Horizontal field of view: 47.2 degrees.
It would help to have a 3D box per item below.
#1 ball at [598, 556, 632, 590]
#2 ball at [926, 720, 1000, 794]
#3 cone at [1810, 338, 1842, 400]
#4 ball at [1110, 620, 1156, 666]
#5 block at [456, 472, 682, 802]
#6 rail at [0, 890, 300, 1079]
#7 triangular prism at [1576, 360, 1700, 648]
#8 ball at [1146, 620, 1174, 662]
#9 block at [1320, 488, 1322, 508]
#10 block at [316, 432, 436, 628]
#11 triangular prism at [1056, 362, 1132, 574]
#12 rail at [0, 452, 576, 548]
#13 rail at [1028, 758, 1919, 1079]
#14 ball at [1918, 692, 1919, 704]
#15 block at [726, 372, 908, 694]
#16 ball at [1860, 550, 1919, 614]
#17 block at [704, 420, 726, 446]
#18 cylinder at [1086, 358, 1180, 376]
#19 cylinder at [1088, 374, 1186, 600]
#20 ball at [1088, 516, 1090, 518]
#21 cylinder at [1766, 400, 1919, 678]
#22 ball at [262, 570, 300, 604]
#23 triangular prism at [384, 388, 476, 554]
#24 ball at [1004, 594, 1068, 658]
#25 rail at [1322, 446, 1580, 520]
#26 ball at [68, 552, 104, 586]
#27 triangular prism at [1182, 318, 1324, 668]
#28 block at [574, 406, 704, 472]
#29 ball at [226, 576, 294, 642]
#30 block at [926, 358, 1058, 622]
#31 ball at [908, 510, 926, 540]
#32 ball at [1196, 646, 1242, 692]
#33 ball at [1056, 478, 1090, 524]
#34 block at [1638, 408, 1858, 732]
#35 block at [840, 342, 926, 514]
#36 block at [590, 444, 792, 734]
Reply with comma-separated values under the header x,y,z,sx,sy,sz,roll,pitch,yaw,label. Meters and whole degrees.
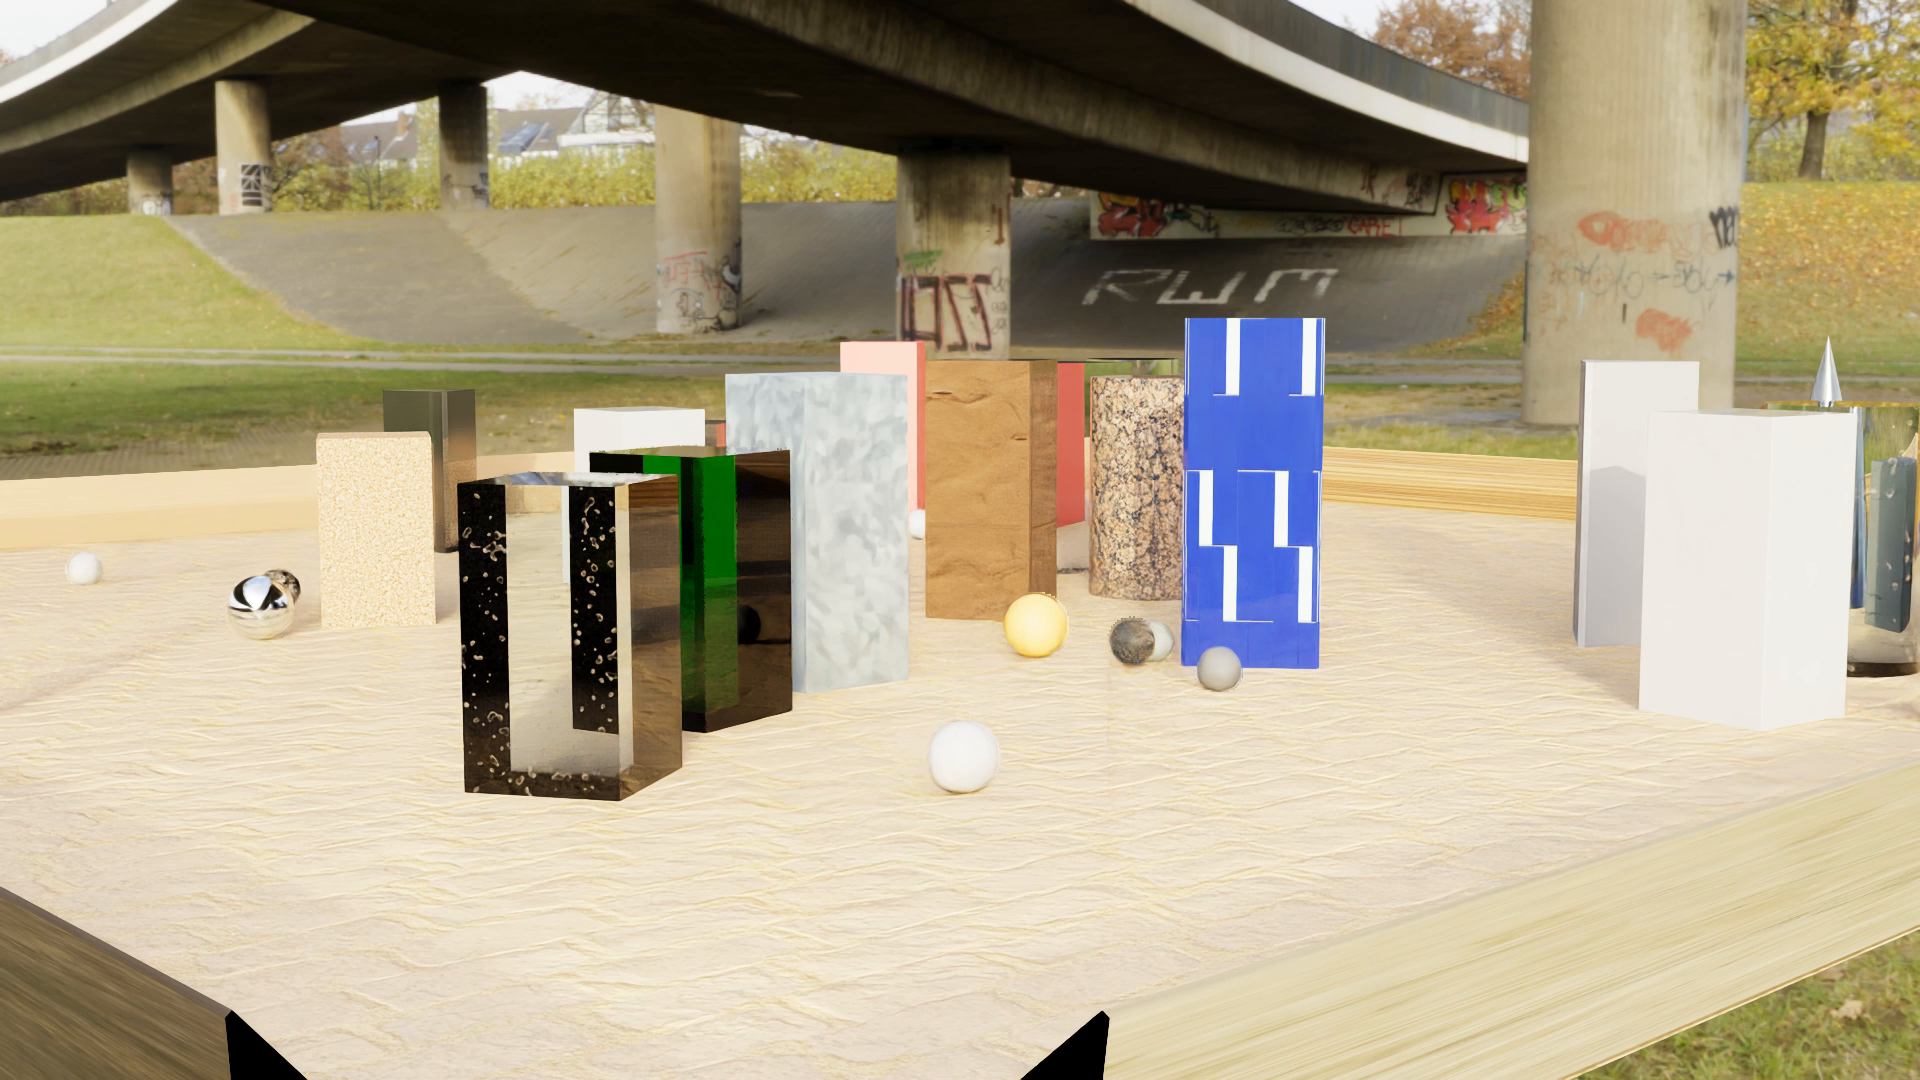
x,y,z,sx,sy,sz,roll,pitch,yaw,label
-0.547,0.052,3.493,0.055,0.055,0.055,0,6,0,ball
0.003,0.200,2.029,0.067,0.067,0.067,0,6,0,ball
1.340,-0.115,3.414,0.193,0.404,0.193,0,6,0,cone
0.214,0.127,2.734,0.057,0.057,0.057,0,6,0,ball
-0.364,0.085,2.072,0.154,0.286,0.154,2,6,14,block
-1.329,0.161,2.113,0.045,0.125,3.530,-6,8,-42,rail
0.879,-0.055,2.978,0.167,0.375,0.145,-2,6,-17,triangular prism
0.244,0.128,2.779,0.053,0.053,0.053,0,6,0,ball
0.569,-0.113,4.035,0.154,0.269,0.154,3,6,23,block
-0.837,-0.018,3.153,0.154,0.265,0.154,-2,6,-15,block
0.184,-0.129,3.781,0.167,0.354,0.145,-4,7,-32,triangular prism
-1.181,-0.101,4.605,3.663,0.125,0.045,-6,8,-42,rail
1.181,0.166,2.059,3.663,0.125,0.045,-6,8,-42,rail
1.067,0.172,2.389,0.047,0.047,0.047,0,6,0,ball
-0.171,-0.015,2.637,0.154,0.367,0.154,-5,8,-41,block
1.372,0.061,3.229,0.092,0.092,0.092,0,6,0,ball
-0.488,-0.093,3.977,0.154,0.242,0.154,1,6,12,block
0.360,-0.207,4.595,0.193,0.341,0.193,0,6,0,cylinder
0.299,-0.086,3.444,0.193,0.339,0.193,0,6,0,cylinder
0.278,-0.071,4.705,0.046,0.046,0.046,0,6,0,ball
1.101,-0.006,2.742,0.193,0.328,0.193,0,6,0,cylinder
-1.005,0.074,3.242,0.063,0.063,0.063,0,6,0,ball
-0.961,-0.133,4.111,0.167,0.294,0.145,4,7,35,triangular prism
0.097,0.110,2.818,0.081,0.081,0.081,0,6,0,ball
1.329,-0.095,4.551,0.045,0.125,3.530,-6,8,-42,rail
-1.411,0.047,3.548,0.053,0.053,0.053,0,6,0,ball
0.370,-0.064,2.788,0.167,0.433,0.145,1,6,7,triangular prism
-0.526,-0.075,3.619,0.154,0.281,0.154,-5,8,-39,block
-0.942,0.092,2.959,0.088,0.088,0.088,0,6,0,ball
0.047,-0.077,3.208,0.154,0.371,0.154,2,6,17,block
-0.079,-0.030,4.256,0.059,0.059,0.059,0,6,0,ball
0.302,0.150,2.567,0.053,0.053,0.053,0,6,0,ball
0.228,-0.079,4.546,0.096,0.096,0.096,0,6,0,ball
0.864,0.026,2.415,0.154,0.332,0.154,-4,7,-36,block
-0.157,-0.219,4.535,0.154,0.377,0.154,1,6,6,block
-0.293,0.048,2.404,0.154,0.291,0.154,4,7,32,block
